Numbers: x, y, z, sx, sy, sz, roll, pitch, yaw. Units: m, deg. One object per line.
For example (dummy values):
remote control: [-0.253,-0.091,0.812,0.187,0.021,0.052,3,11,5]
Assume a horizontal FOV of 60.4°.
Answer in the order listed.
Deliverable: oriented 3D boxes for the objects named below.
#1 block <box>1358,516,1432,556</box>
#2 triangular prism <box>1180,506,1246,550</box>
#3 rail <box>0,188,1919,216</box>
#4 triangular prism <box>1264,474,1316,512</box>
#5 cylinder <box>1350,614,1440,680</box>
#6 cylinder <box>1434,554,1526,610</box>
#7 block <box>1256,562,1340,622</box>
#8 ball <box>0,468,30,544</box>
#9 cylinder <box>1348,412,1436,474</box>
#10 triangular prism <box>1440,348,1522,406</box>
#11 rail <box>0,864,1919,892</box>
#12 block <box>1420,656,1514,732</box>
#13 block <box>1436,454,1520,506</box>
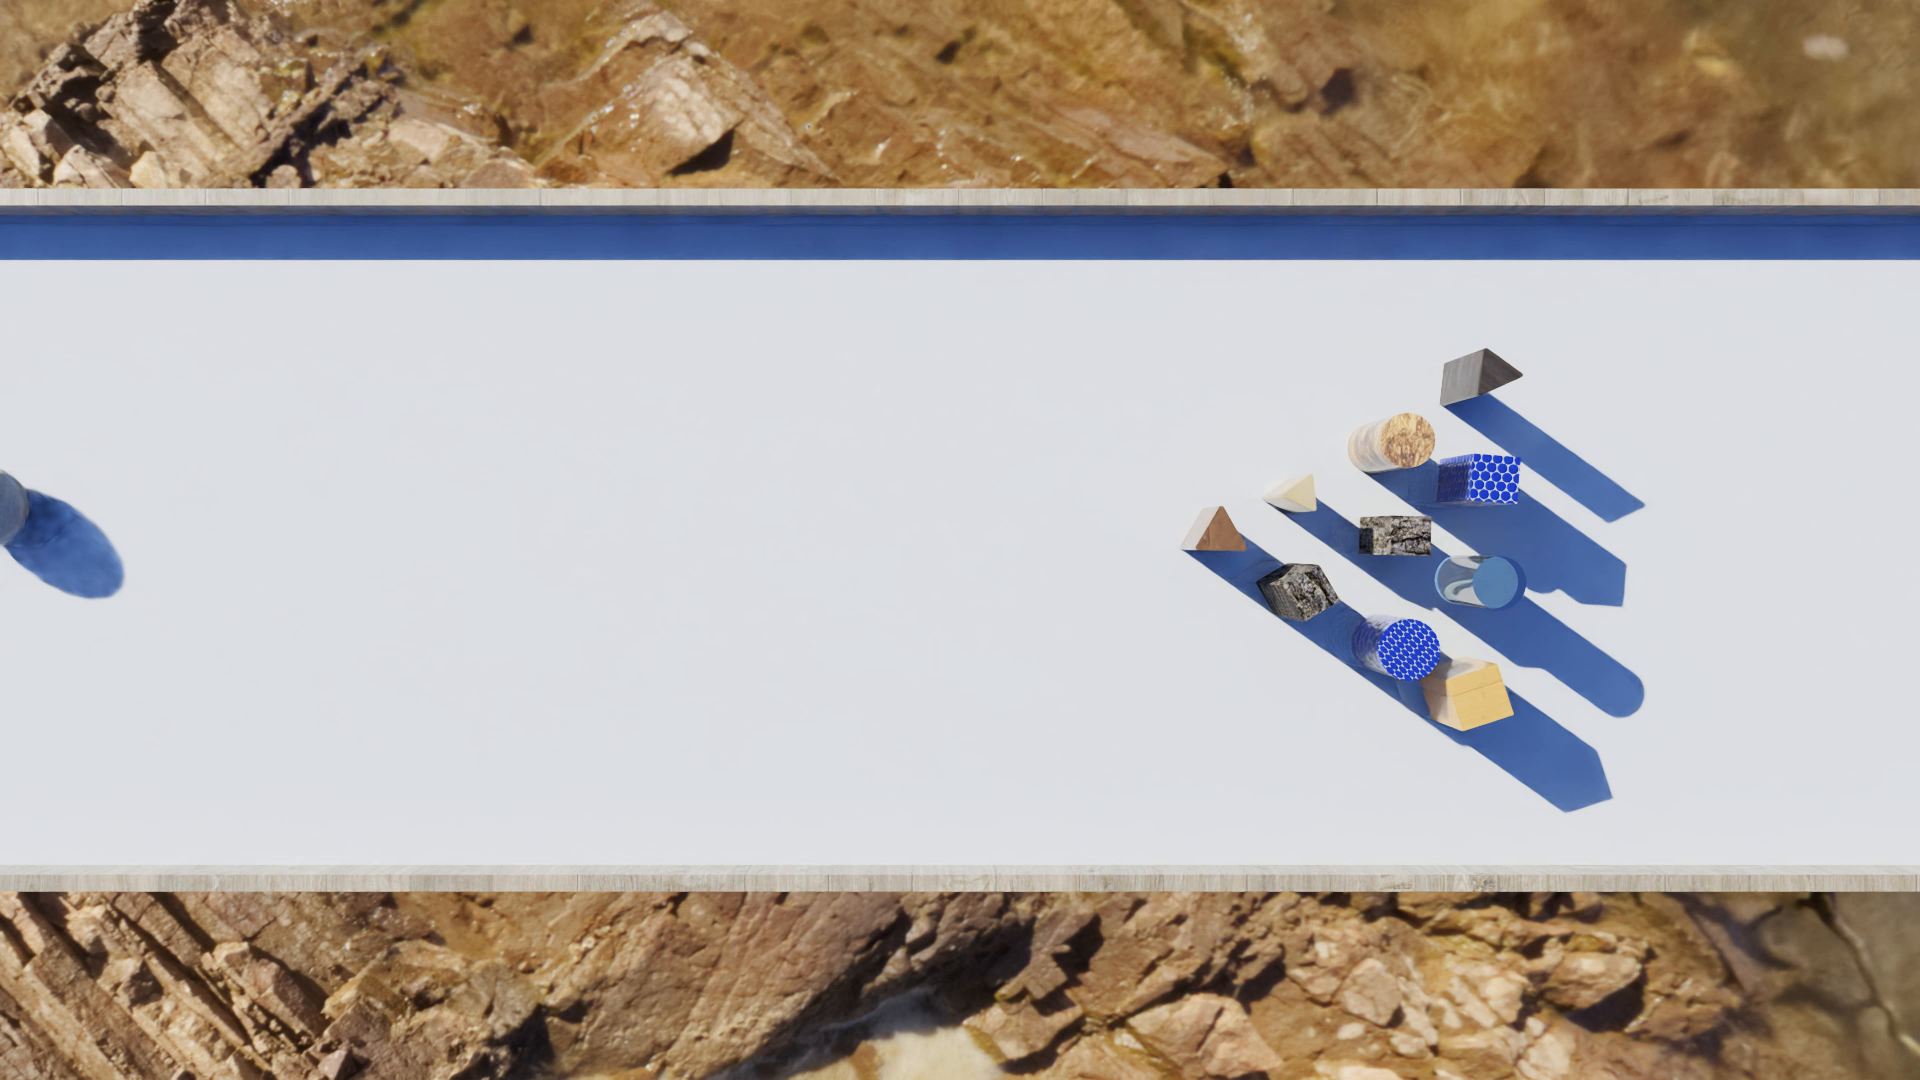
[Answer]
block: [1.286,-0.012,4.888,0.113,0.377,0.113,2,90,0]
triangular prism: [0.751,-0.036,4.906,0.145,0.341,0.126,1,90,0]
rail: [-2.247,-1.025,5.002,12.000,0.150,0.050,0,90,0]
triangular prism: [0.996,-0.148,4.913,0.105,0.328,0.091,24,90,0]
cylinder: [1.292,0.316,4.909,0.178,0.334,0.178,0,90,0]
cylinder: [1.538,0.122,4.888,0.154,0.376,0.154,0,90,0]
block: [0.989,0.150,4.855,0.117,0.443,0.117,-31,90,0]
ball: [-2.938,-0.102,4.951,0.250,0.250,0.250,0,90,0]
cylinder: [1.270,-0.283,4.877,0.156,0.400,0.156,0,90,0]
triangular prism: [1.516,-0.493,4.881,0.133,0.390,0.115,-24,90,0]
rail: [-2.247,1.025,5.001,12.000,0.150,0.050,0,90,0]
block: [1.502,0.455,4.920,0.155,0.313,0.155,-18,90,0]
block: [1.540,-0.176,4.909,0.135,0.335,0.135,5,90,0]
